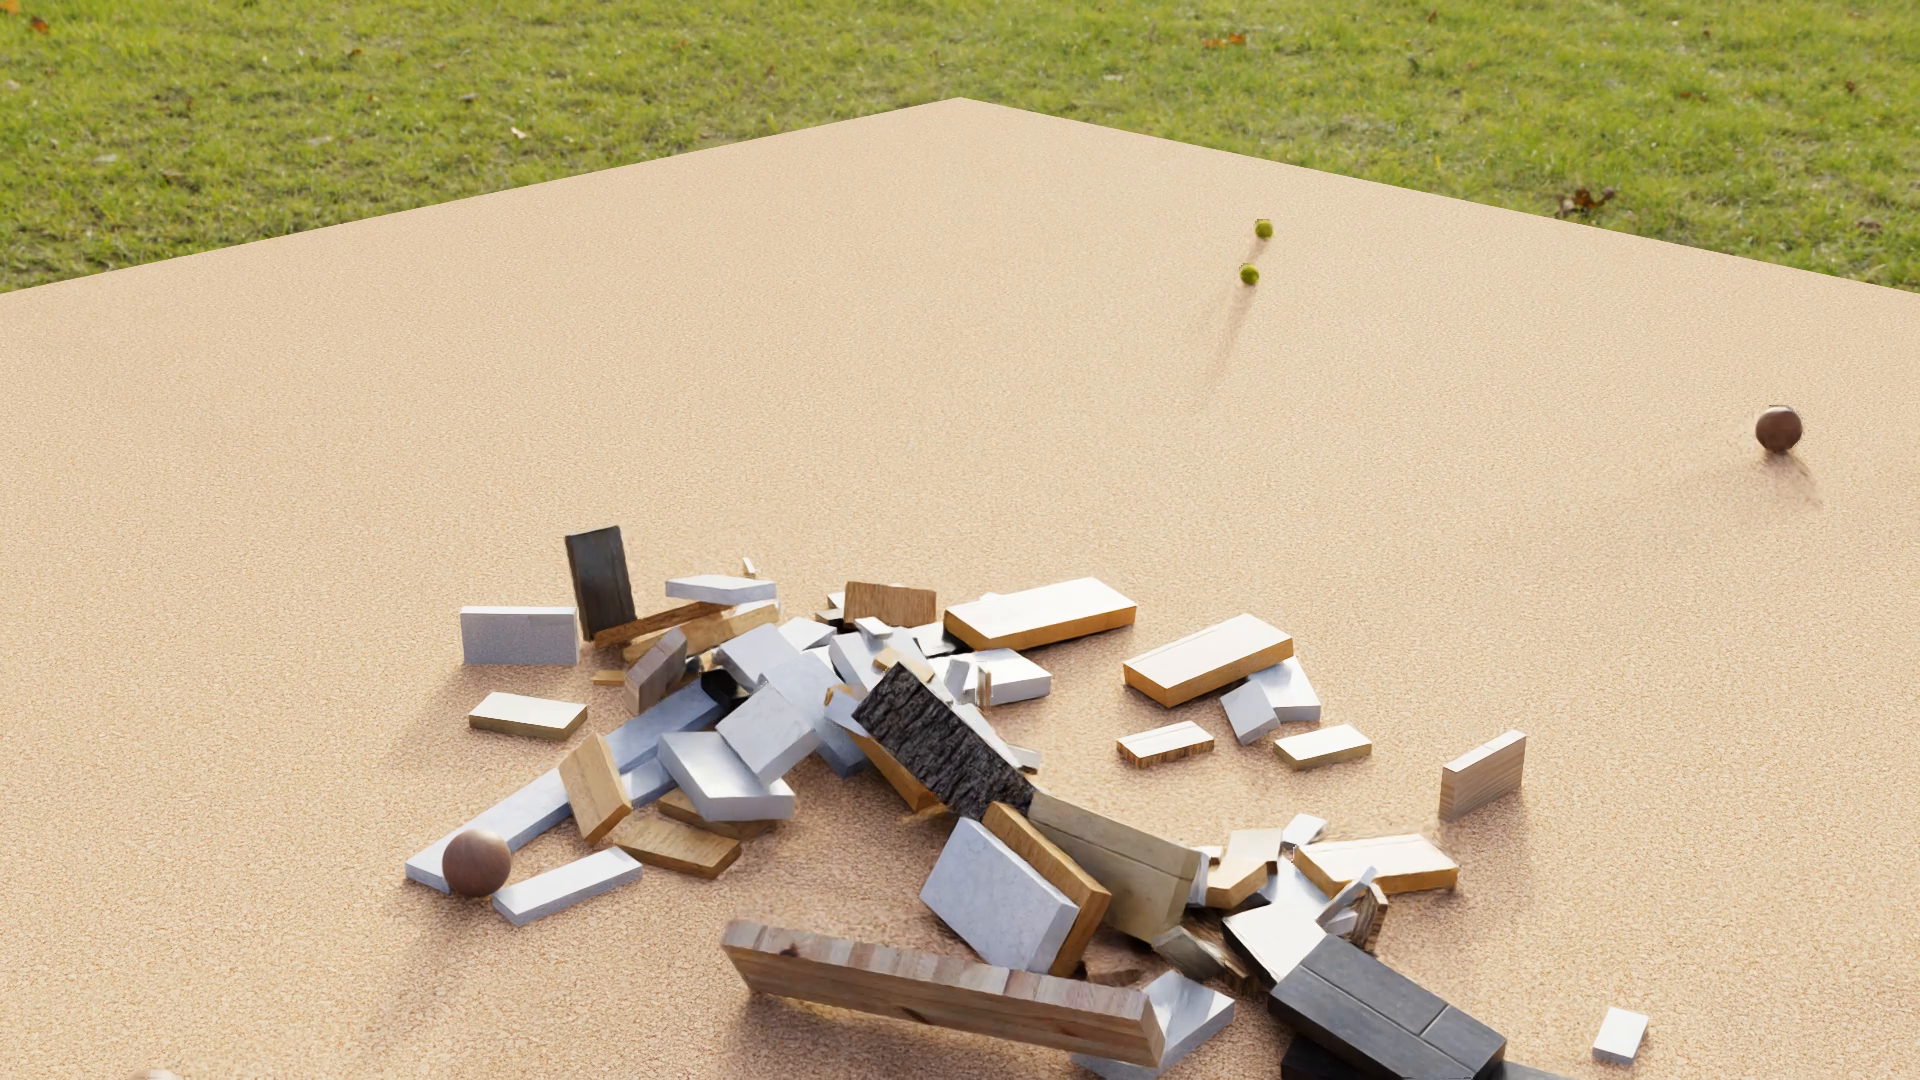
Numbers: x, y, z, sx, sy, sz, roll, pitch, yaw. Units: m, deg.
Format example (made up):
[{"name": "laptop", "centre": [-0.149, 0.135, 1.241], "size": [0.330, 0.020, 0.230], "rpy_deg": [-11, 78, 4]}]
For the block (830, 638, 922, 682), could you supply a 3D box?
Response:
[{"name": "block", "centre": [-0.175, 0.291, 4.926], "size": [0.217, 0.108, 0.031], "rpy_deg": [-10, -20, -34]}]

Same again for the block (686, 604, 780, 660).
[{"name": "block", "centre": [-0.557, 0.219, 4.943], "size": [0.297, 0.042, 0.148], "rpy_deg": [-23, -3, 40]}]

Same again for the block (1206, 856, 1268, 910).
[{"name": "block", "centre": [0.418, 0.632, 4.130], "size": [0.282, 0.040, 0.141], "rpy_deg": [2, 15, 37]}]

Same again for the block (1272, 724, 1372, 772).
[{"name": "block", "centre": [0.772, 0.442, 4.686], "size": [0.187, 0.027, 0.094], "rpy_deg": [-10, 25, -23]}]

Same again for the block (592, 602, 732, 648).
[{"name": "block", "centre": [-0.687, 0.187, 5.077], "size": [0.310, 0.036, 0.127], "rpy_deg": [-17, -1, 28]}]

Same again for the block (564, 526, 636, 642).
[{"name": "block", "centre": [-0.846, 0.102, 5.194], "size": [0.127, 0.254, 0.036], "rpy_deg": [-14, 9, -34]}]

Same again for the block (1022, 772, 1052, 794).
[{"name": "block", "centre": [0.075, 0.515, 4.378], "size": [0.173, 0.049, 0.347], "rpy_deg": [-18, 43, -36]}]

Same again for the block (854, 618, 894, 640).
[{"name": "block", "centre": [-0.184, 0.190, 4.707], "size": [0.047, 0.013, 0.095], "rpy_deg": [-6, 20, -28]}]

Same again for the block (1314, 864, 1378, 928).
[{"name": "block", "centre": [0.701, 0.647, 3.996], "size": [0.019, 0.131, 0.066], "rpy_deg": [44, 33, 8]}]

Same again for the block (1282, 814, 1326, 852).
[{"name": "block", "centre": [0.678, 0.582, 4.368], "size": [0.058, 0.017, 0.117], "rpy_deg": [13, 26, 28]}]

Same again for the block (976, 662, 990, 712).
[{"name": "block", "centre": [0.052, 0.320, 4.767], "size": [0.013, 0.095, 0.047], "rpy_deg": [-7, 24, -19]}]

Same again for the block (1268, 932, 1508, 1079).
[{"name": "block", "centre": [0.697, 0.795, 3.605], "size": [0.346, 0.049, 0.173], "rpy_deg": [29, 49, 33]}]

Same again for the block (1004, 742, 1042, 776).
[{"name": "block", "centre": [0.107, 0.438, 4.442], "size": [0.113, 0.016, 0.057], "rpy_deg": [15, 32, 4]}]

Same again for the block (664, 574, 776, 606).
[{"name": "block", "centre": [-0.545, 0.113, 4.998], "size": [0.127, 0.036, 0.254], "rpy_deg": [-8, 9, -42]}]

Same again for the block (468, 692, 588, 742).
[{"name": "block", "centre": [-0.944, 0.386, 4.810], "size": [0.228, 0.032, 0.114], "rpy_deg": [7, 24, 16]}]

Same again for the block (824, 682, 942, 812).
[{"name": "block", "centre": [-0.115, 0.411, 4.563], "size": [0.173, 0.049, 0.346], "rpy_deg": [-13, 43, -36]}]

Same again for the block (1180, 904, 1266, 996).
[{"name": "block", "centre": [0.481, 0.724, 4.003], "size": [0.141, 0.040, 0.282], "rpy_deg": [-14, 27, -29]}]

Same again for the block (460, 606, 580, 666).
[{"name": "block", "centre": [-1.014, 0.221, 5.073], "size": [0.261, 0.131, 0.037], "rpy_deg": [1, 23, 1]}]

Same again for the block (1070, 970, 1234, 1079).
[{"name": "block", "centre": [0.329, 0.834, 3.745], "size": [0.139, 0.039, 0.278], "rpy_deg": [19, 30, 38]}]

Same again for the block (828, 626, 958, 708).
[{"name": "block", "centre": [-0.124, 0.317, 4.607], "size": [0.173, 0.049, 0.347], "rpy_deg": [-6, 40, -30]}]

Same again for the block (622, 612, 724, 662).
[{"name": "block", "centre": [-0.655, 0.222, 5.039], "size": [0.217, 0.031, 0.108], "rpy_deg": [-22, -2, 17]}]

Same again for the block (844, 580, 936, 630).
[{"name": "block", "centre": [-0.165, 0.164, 5.202], "size": [0.217, 0.031, 0.108], "rpy_deg": [7, 62, -12]}]

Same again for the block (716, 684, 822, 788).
[{"name": "block", "centre": [-0.392, 0.395, 4.482], "size": [0.144, 0.041, 0.287], "rpy_deg": [-39, 26, -9]}]

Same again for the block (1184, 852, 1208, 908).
[{"name": "block", "centre": [0.363, 0.632, 4.059], "size": [0.195, 0.028, 0.098], "rpy_deg": [-10, 59, 32]}]

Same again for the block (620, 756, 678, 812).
[{"name": "block", "centre": [-0.642, 0.500, 4.549], "size": [0.094, 0.027, 0.188], "rpy_deg": [18, 29, 36]}]

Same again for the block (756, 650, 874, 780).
[{"name": "block", "centre": [-0.283, 0.369, 4.680], "size": [0.148, 0.042, 0.297], "rpy_deg": [-22, 57, -42]}]

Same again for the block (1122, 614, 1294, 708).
[{"name": "block", "centre": [0.564, 0.271, 4.992], "size": [0.347, 0.049, 0.174], "rpy_deg": [-20, 26, -24]}]

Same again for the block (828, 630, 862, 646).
[{"name": "block", "centre": [-0.247, 0.256, 5.125], "size": [0.090, 0.026, 0.180], "rpy_deg": [18, 29, 35]}]

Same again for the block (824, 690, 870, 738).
[{"name": "block", "centre": [-0.223, 0.358, 4.533], "size": [0.121, 0.060, 0.017], "rpy_deg": [23, -4, 40]}]

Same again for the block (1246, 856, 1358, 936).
[{"name": "block", "centre": [0.626, 0.675, 4.127], "size": [0.118, 0.033, 0.236], "rpy_deg": [-12, 26, -26]}]

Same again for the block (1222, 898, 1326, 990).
[{"name": "block", "centre": [0.579, 0.724, 3.846], "size": [0.141, 0.040, 0.282], "rpy_deg": [-14, 20, -13]}]

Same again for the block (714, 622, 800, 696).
[{"name": "block", "centre": [-0.379, 0.314, 4.766], "size": [0.149, 0.042, 0.297], "rpy_deg": [-24, 59, -41]}]

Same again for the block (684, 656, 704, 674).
[{"name": "block", "centre": [-0.626, 0.279, 5.084], "size": [0.050, 0.014, 0.099], "rpy_deg": [-7, 24, -17]}]

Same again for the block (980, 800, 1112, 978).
[{"name": "block", "centre": [0.126, 0.639, 4.024], "size": [0.051, 0.180, 0.359], "rpy_deg": [21, 9, -35]}]

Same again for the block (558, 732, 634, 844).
[{"name": "block", "centre": [-0.731, 0.495, 4.400], "size": [0.109, 0.031, 0.218], "rpy_deg": [-42, 43, 9]}]

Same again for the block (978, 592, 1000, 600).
[{"name": "block", "centre": [0.097, 0.153, 5.383], "size": [0.095, 0.014, 0.048], "rpy_deg": [15, 27, 32]}]
